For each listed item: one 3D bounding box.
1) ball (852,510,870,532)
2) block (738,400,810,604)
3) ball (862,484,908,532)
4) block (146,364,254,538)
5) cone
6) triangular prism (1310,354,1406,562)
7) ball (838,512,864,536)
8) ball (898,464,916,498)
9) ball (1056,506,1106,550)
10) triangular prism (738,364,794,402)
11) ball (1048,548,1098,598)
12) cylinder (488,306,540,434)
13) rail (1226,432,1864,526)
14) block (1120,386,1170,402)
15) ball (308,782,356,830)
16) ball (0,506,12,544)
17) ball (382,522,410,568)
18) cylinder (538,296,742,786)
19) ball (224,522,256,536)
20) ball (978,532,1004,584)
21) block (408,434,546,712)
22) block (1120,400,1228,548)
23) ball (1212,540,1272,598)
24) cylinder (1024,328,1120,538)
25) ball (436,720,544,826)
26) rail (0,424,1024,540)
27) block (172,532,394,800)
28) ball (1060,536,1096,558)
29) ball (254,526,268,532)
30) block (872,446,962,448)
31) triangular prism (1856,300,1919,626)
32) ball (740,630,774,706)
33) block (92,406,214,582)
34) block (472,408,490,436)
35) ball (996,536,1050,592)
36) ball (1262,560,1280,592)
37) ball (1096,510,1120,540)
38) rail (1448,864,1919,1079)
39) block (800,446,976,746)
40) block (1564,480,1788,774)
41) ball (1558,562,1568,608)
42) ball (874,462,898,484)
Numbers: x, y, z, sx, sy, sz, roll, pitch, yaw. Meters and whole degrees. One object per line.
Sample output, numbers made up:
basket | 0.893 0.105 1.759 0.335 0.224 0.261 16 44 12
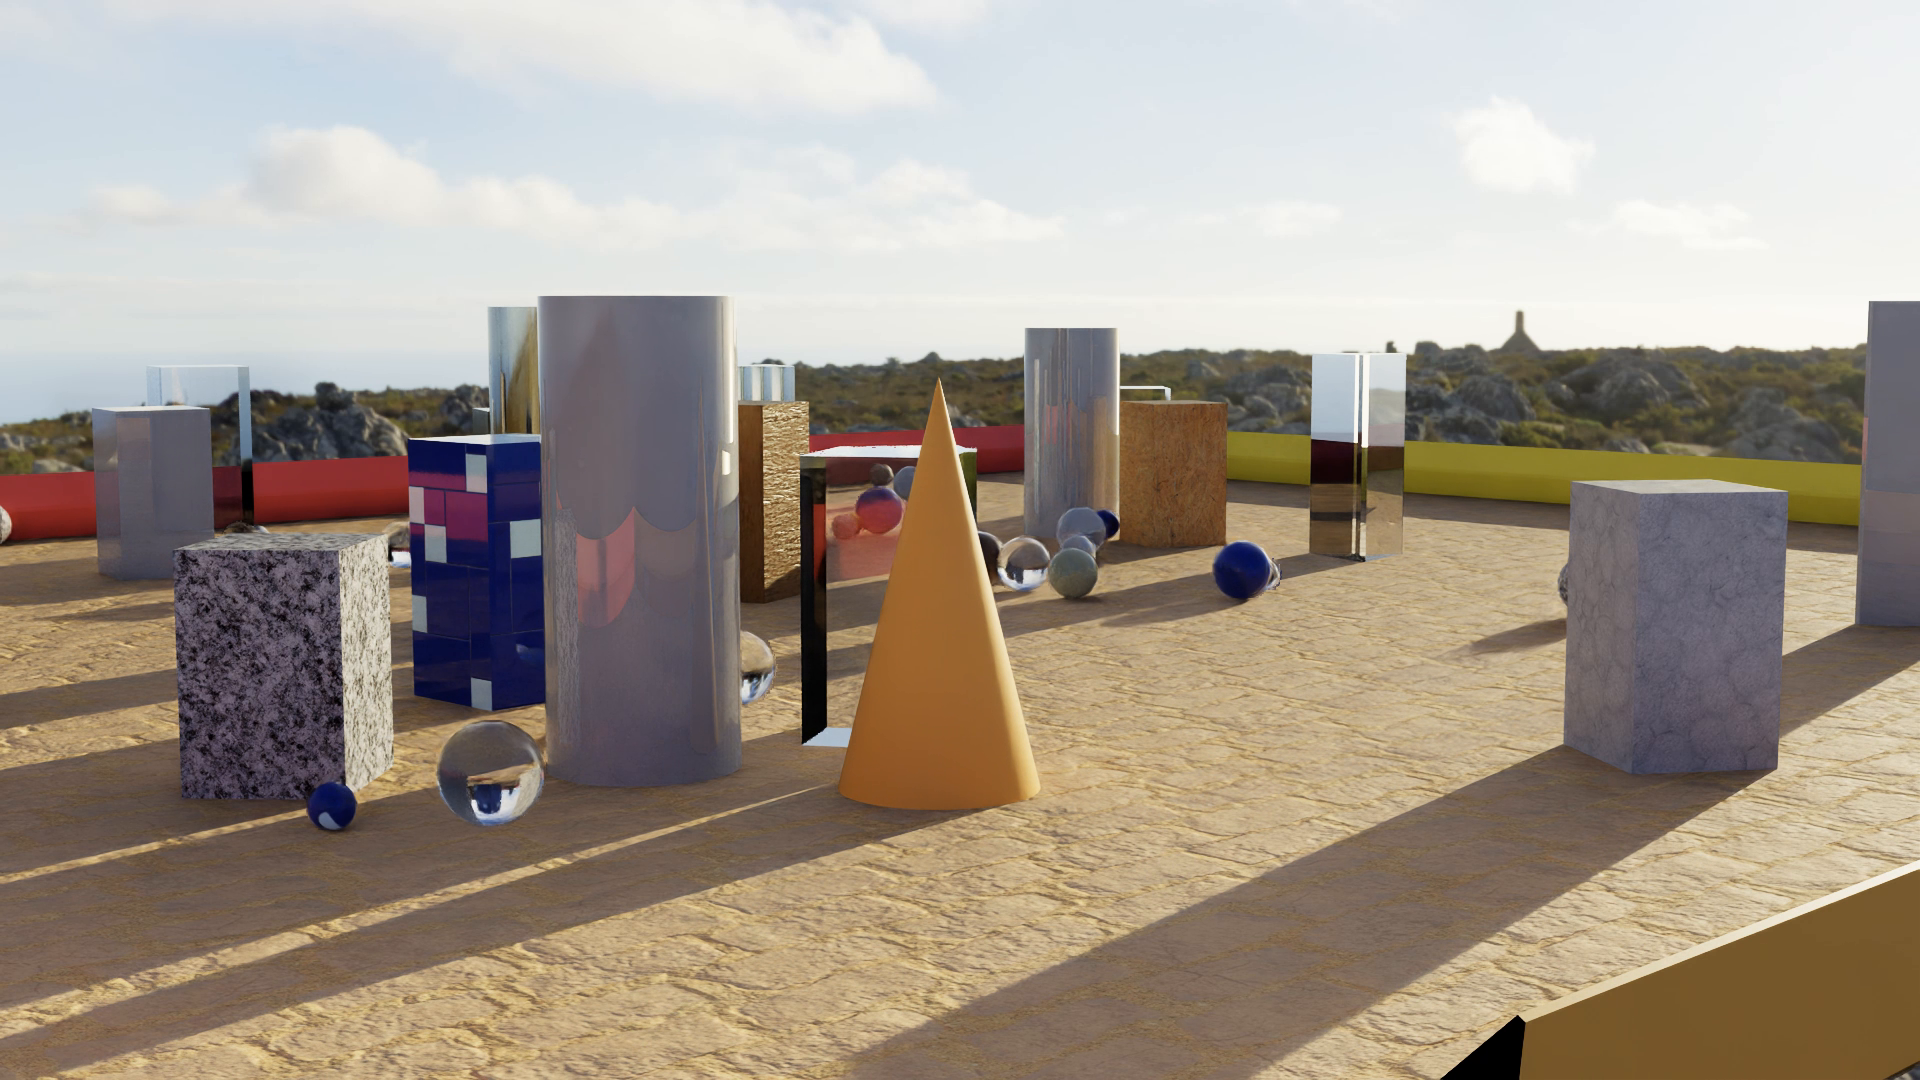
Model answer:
ball | -0.203 -0.037 4.351 0.047 0.047 0.047 0 6 0
block | -0.334 -0.063 3.400 0.151 0.299 0.151 3 7 23
ball | -0.149 -0.065 4.392 0.094 0.094 0.094 0 6 0
block | -1.379 -0.146 3.992 0.151 0.339 0.151 -3 7 -29
cone | -0.019 0.040 2.030 0.189 0.383 0.189 0 6 0
triangular prism | 0.696 -0.153 3.950 0.142 0.362 0.164 4 7 35
ball | -0.212 -0.031 4.289 0.049 0.049 0.049 0 6 0
ball | -0.103 -0.135 5.121 0.081 0.081 0.081 0 6 0
ball | 0.216 -0.014 3.937 0.090 0.090 0.090 0 6 0
triangular prism | -0.394 -0.180 4.356 0.164 0.331 0.142 1 6 8
ball | 0.173 0.051 3.373 0.077 0.077 0.077 0 6 0
cylinder | -0.565 -0.105 3.099 0.189 0.446 0.189 0 6 0
rail | 1.564 -0.120 4.768 0.045 0.123 3.787 -6 8 -42
block | 0.378 -0.201 4.849 0.151 0.270 0.151 0 6 -1
ball | -0.537 0.227 1.881 0.041 0.041 0.041 0 6 0
ball | -1.818 -0.028 4.119 0.079 0.079 0.079 0 6 0
ball | -0.953 0.009 3.760 0.081 0.081 0.081 0 6 0
cylinder | -0.307 -0.006 2.119 0.189 0.455 0.189 0 6 0
ball | -1.287 -0.001 3.936 0.063 0.063 0.063 0 6 0
ball | 0.031 0.031 3.511 0.089 0.089 0.089 0 6 0
block | -0.523 0.031 2.525 0.151 0.296 0.151 6 8 42
block | 0.404 -0.128 4.173 0.151 0.266 0.151 -2 6 -20
ball | 0.432 0.045 3.373 0.090 0.090 0.090 0 6 0
cylinder | 0.220 -0.215 4.334 0.189 0.405 0.189 0 6 0
ball | -0.404 0.200 1.895 0.091 0.091 0.091 0 6 0
rail | -1.268 -0.112 4.699 4.304 0.123 0.045 -6 8 -42
block | -0.630 0.114 2.062 0.151 0.228 0.151 0 6 2
ball | 0.200 0.022 3.735 0.060 0.060 0.060 0 6 0
ball | -1.298 -0.005 4.064 0.044 0.044 0.044 0 6 0
block | -0.066 -0.026 3.388 0.151 0.229 0.151 -1 6 -8
triangular prism | 1.361 -0.112 3.131 0.164 0.454 0.142 1 6 13
ball | -0.250 0.144 2.466 0.085 0.085 0.085 0 6 0
block | -1.350 -0.082 3.682 0.151 0.277 0.151 -4 7 -35
block | -0.841 -0.125 4.212 0.151 0.252 0.151 -3 7 -23
ball | 0.100 0.038 3.456 0.086 0.086 0.086 0 6 0
ball | 0.477 0.055 3.464 0.052 0.052 0.052 0 6 0
ball | 0.278 -0.029 4.230 0.058 0.058 0.058 0 6 0
rail | 1.268 0.176 1.966 4.304 0.123 0.045 -6 8 -42
block | -0.072 0.056 2.288 0.151 0.296 0.151 1 6 12
block | 0.705 0.081 2.178 0.151 0.270 0.151 -1 6 -9
ball | 0.910 0.065 3.171 0.093 0.093 0.093 0 6 0
ball | -0.186 -0.167 5.519 0.060 0.060 0.060 0 6 0
